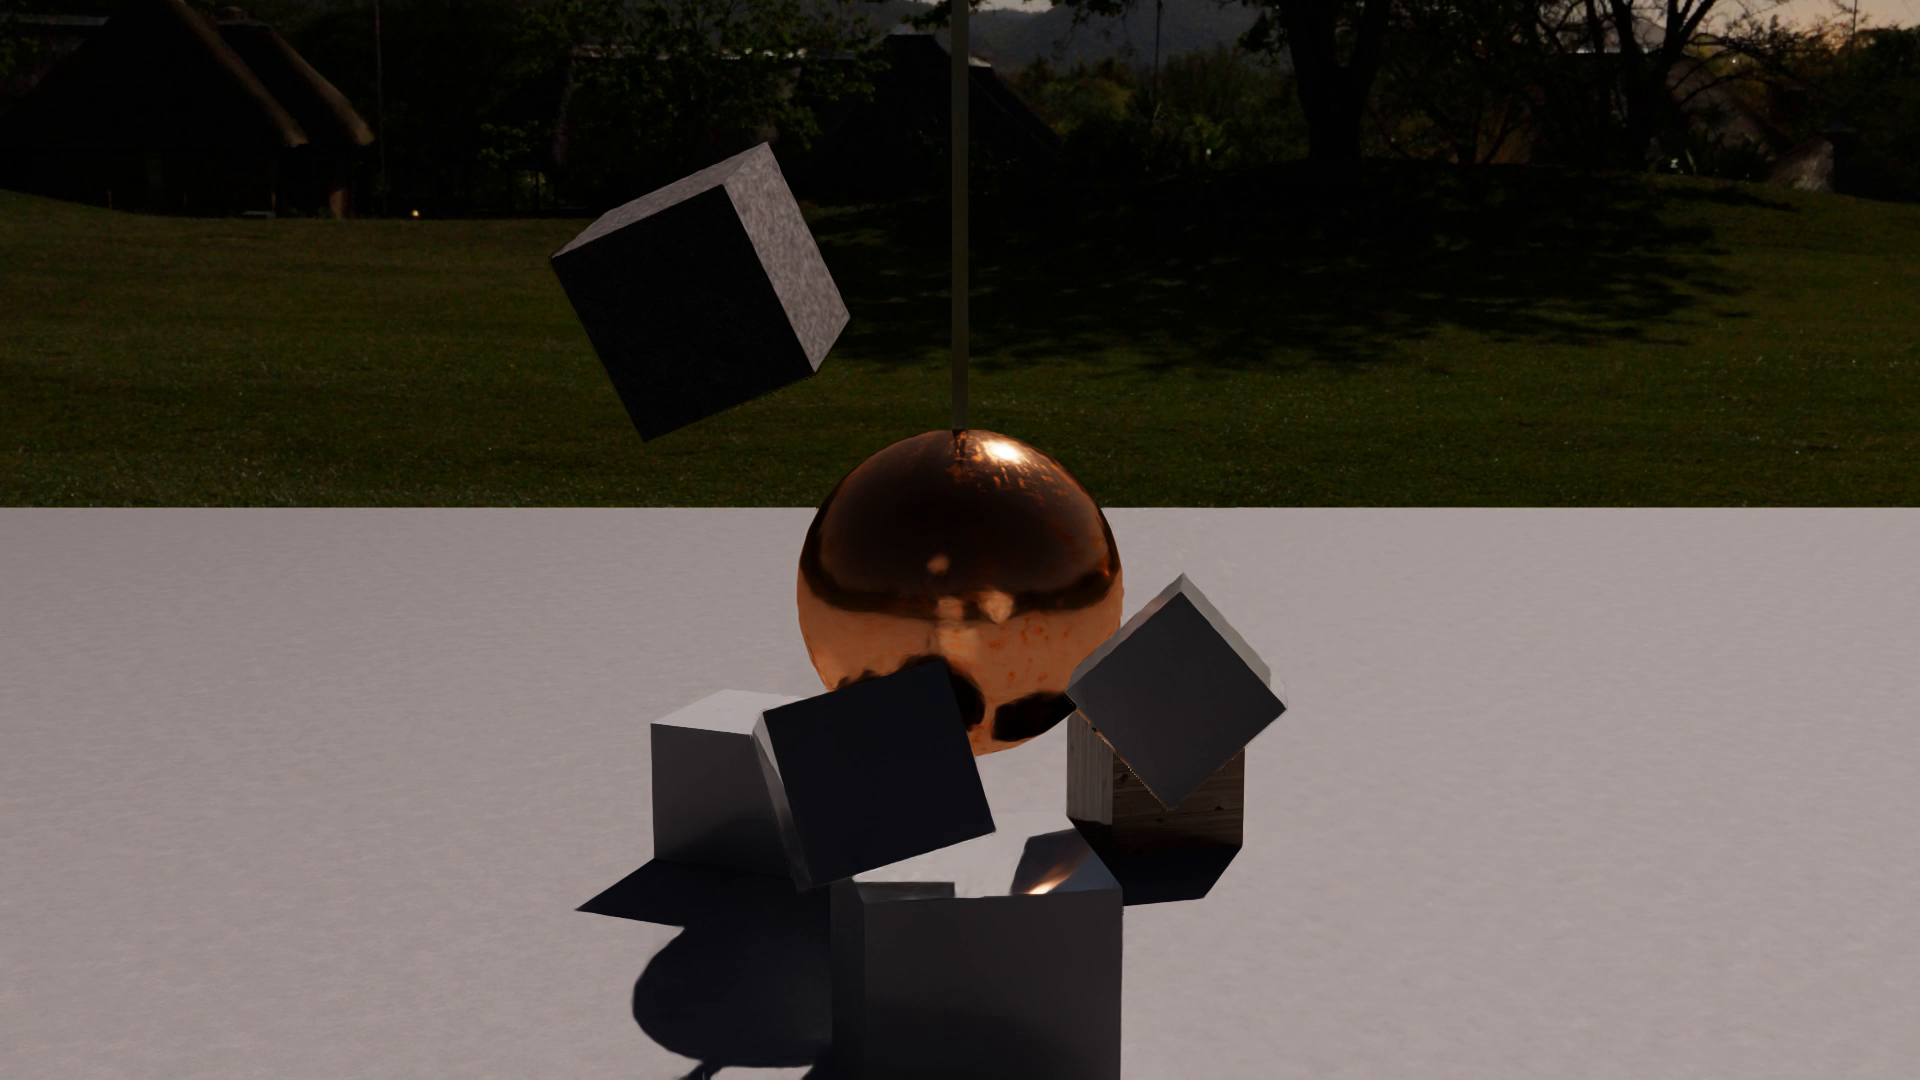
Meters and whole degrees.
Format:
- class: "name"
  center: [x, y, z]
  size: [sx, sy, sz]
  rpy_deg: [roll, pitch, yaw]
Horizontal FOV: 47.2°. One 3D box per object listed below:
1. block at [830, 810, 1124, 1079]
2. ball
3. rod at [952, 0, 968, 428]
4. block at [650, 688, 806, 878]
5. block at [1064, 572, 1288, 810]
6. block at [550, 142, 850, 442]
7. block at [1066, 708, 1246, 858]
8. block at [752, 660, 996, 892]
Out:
- class: "block"
  center: [0.035, 1.607, 8.165]
  size: [0.918, 0.917, 0.924]
  rpy_deg: [-2, 10, -11]
- class: "ball"
  center: [0.000, 0.256, 10.739]
  size: [1.600, 1.600, 1.600]
  rpy_deg: [0, 10, 0]
- class: "rod"
  center: [0.000, -3.127, 10.401]
  size: [0.080, 5.200, 0.080]
  rpy_deg: [0, 6, 0]
- class: "block"
  center: [-1.018, 1.202, 11.016]
  size: [0.765, 0.693, 0.741]
  rpy_deg: [4, 11, 23]
- class: "block"
  center: [0.829, 0.565, 8.406]
  size: [0.575, 0.586, 0.572]
  rpy_deg: [-42, 0, 9]
- class: "block"
  center: [-0.816, -0.805, 7.070]
  size: [0.612, 0.643, 0.626]
  rpy_deg: [-21, 17, 16]
- class: "block"
  center: [0.993, 1.139, 11.267]
  size: [0.698, 0.727, 0.720]
  rpy_deg: [-3, 11, -15]
- class: "block"
  center: [-0.312, 0.822, 7.547]
  size: [0.630, 0.595, 0.644]
  rpy_deg: [-16, -8, -11]
